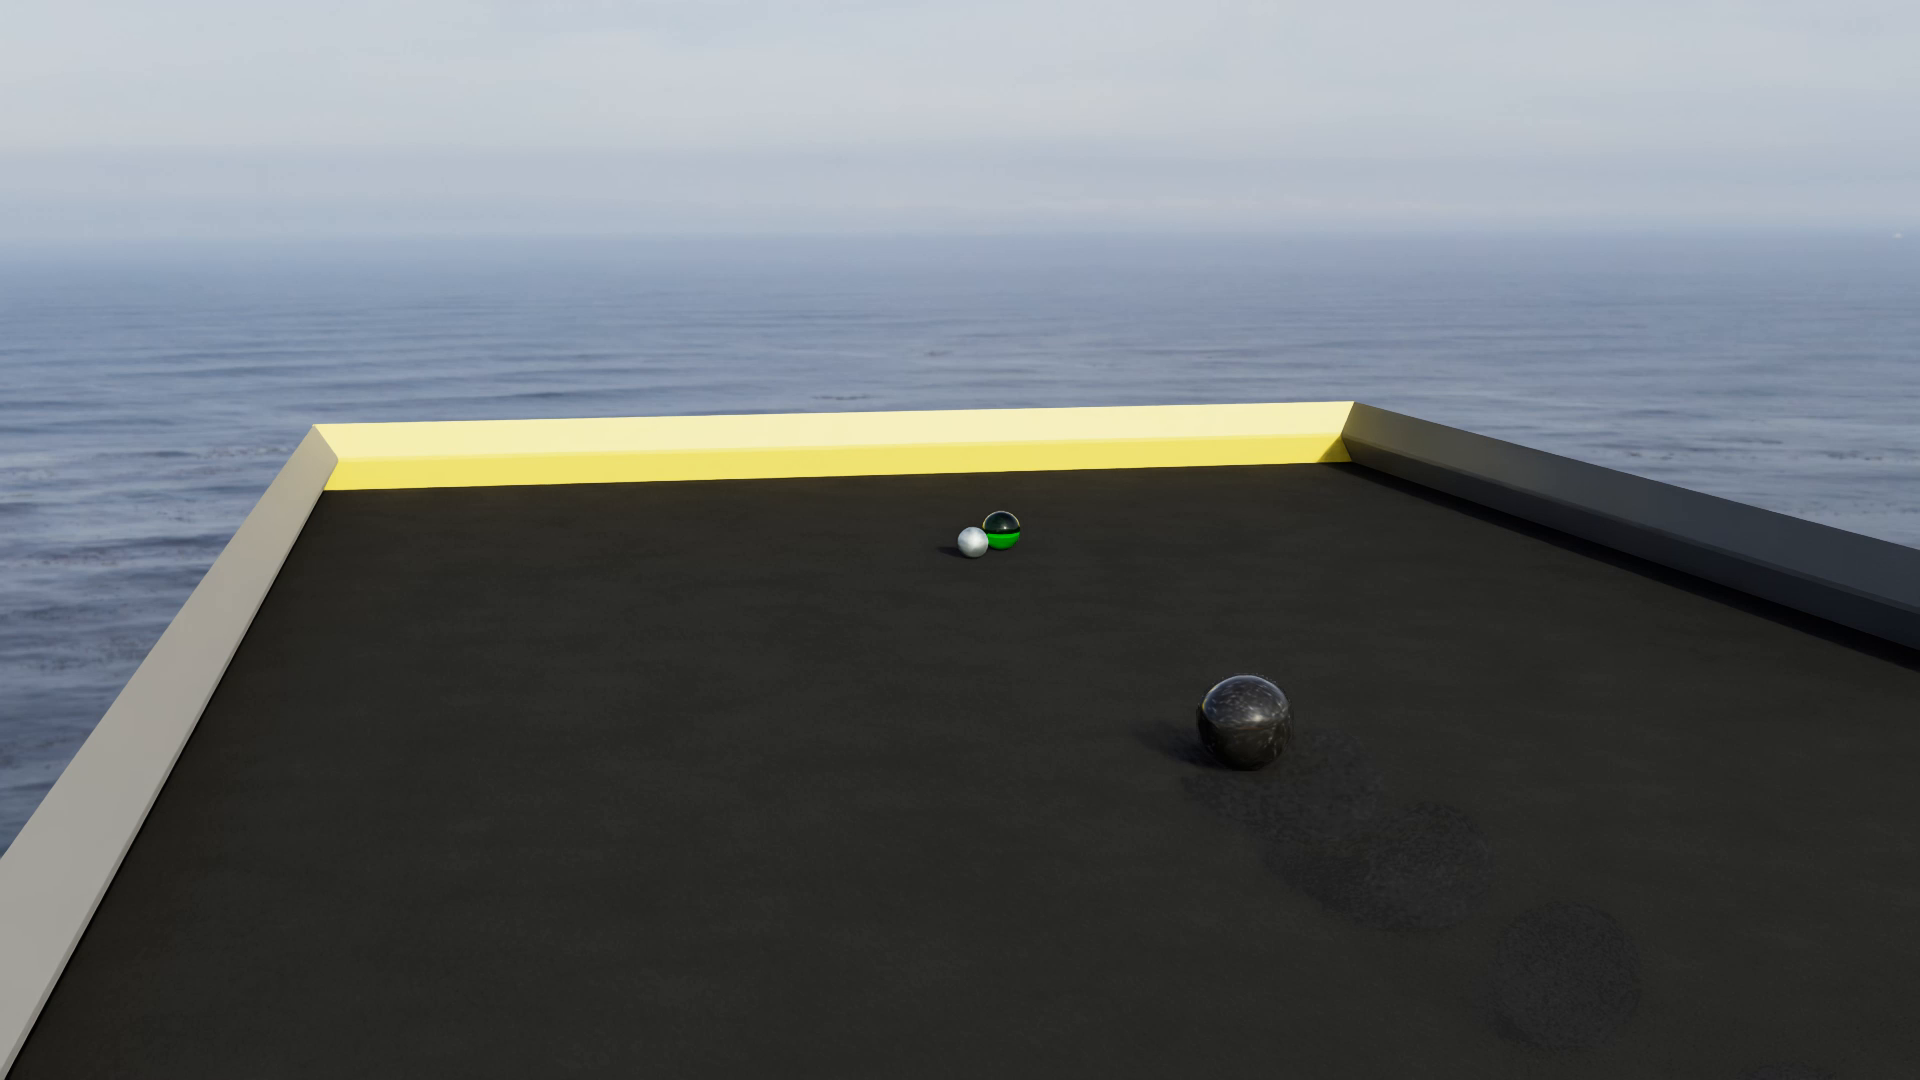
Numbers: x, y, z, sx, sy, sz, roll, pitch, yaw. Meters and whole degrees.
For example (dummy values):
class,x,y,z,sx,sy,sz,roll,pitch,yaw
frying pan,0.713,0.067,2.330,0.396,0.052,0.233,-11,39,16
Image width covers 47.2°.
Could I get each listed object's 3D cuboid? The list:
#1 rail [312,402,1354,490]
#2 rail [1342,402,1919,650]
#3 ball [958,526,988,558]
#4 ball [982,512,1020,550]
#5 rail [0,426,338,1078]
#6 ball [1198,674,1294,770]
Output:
class,x,y,z,sx,sy,sz,roll,pitch,yaw
rail,-0.192,-0.184,4.264,2.046,0.121,0.045,-2,10,-12
rail,1.175,0.086,2.636,0.045,0.121,3.837,-2,10,-12
ball,0.020,0.004,3.361,0.048,0.048,0.048,0,9,0
ball,0.064,-0.015,3.436,0.060,0.060,0.060,0,9,0
rail,-0.782,0.153,2.232,0.045,0.121,3.837,-2,10,-12
ball,0.281,0.179,2.162,0.093,0.093,0.093,0,9,0
